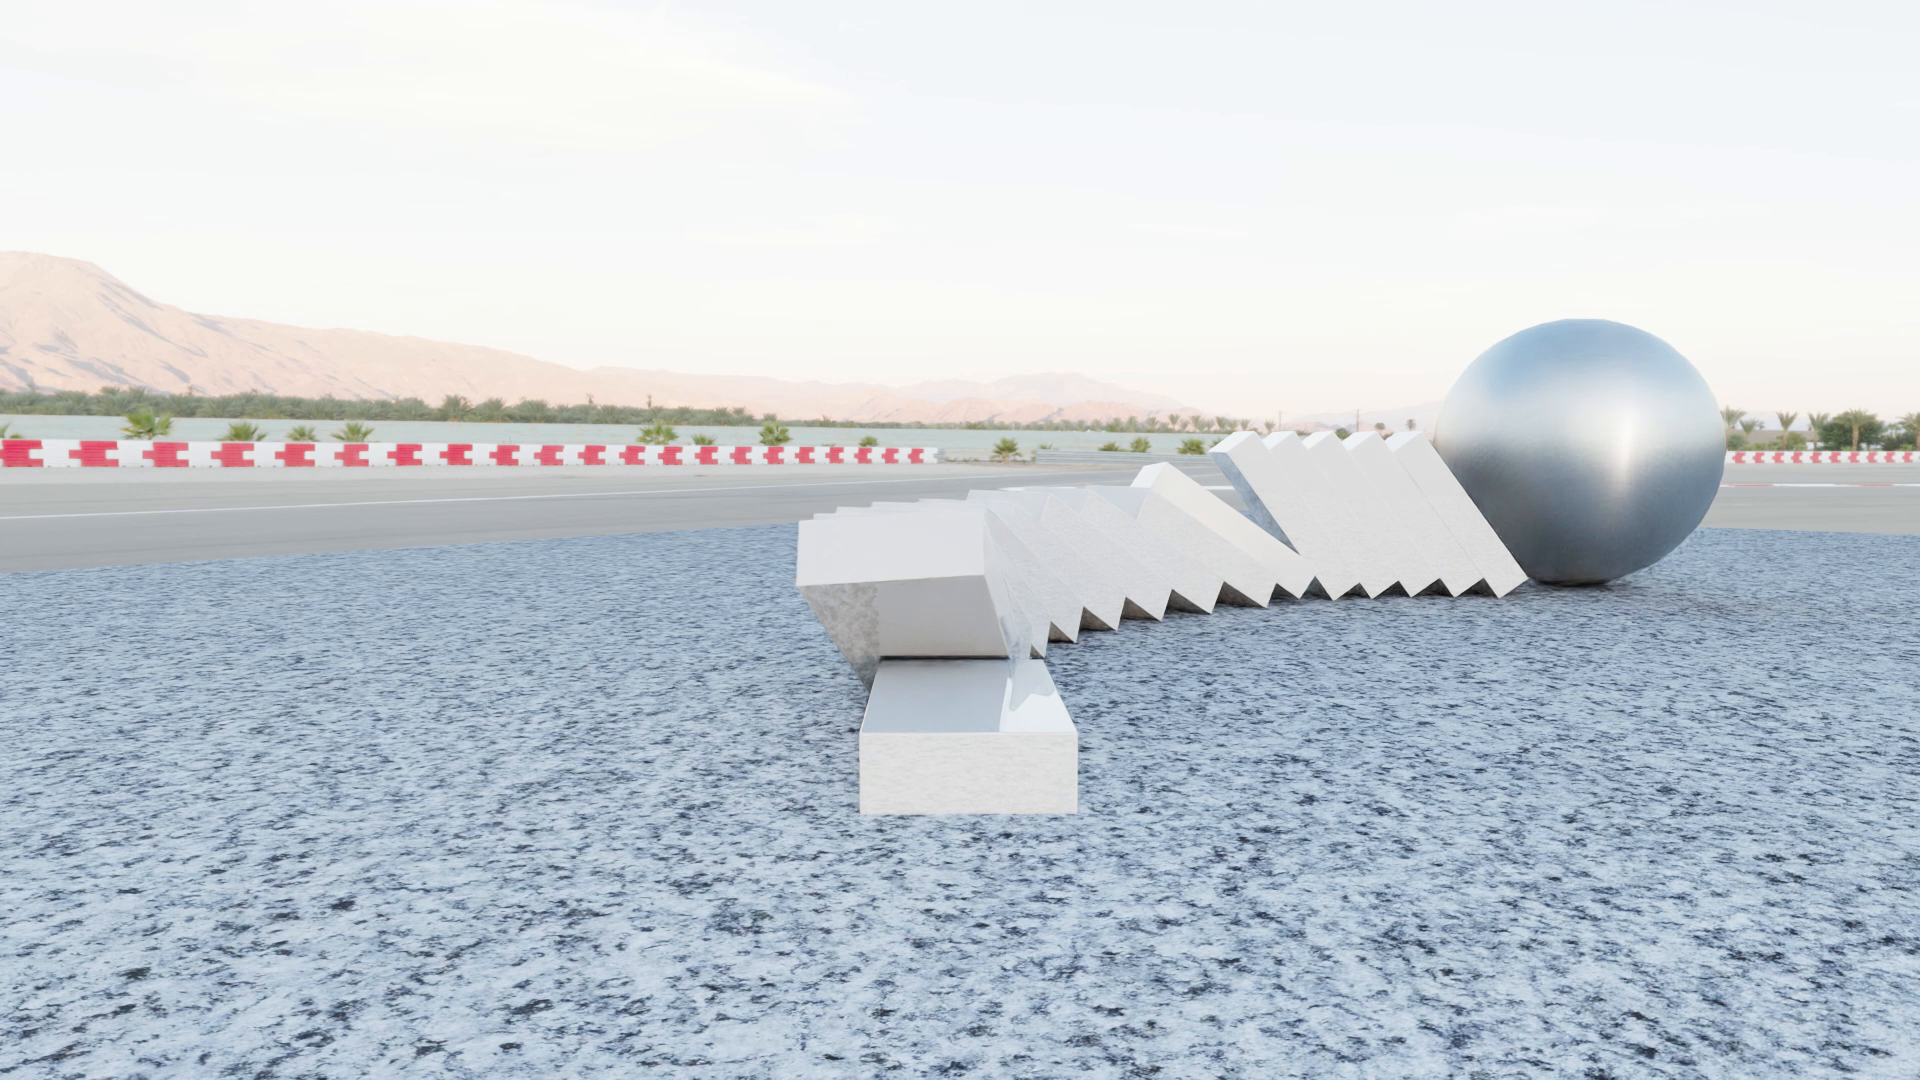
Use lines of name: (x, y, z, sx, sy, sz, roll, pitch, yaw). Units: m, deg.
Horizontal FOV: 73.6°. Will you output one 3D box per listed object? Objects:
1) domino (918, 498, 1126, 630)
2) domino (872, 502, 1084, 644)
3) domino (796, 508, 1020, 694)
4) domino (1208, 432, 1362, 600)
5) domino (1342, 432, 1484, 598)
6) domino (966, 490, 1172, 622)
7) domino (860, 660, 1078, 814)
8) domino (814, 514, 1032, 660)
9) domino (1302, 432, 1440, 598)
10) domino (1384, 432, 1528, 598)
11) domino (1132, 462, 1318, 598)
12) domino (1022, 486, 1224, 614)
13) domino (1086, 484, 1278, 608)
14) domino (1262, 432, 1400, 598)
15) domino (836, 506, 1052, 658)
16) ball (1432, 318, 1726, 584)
domino: (0.014, 0.006, 0.282, 0.025, 0.010, 0.050, 3, -21, 37)
domino: (0.004, 0.007, 0.261, 0.025, 0.010, 0.050, 2, -22, 29)
domino: (-0.006, 0.011, 0.192, 0.025, 0.009, 0.050, -4, -25, 7)
domino: (0.090, -0.007, 0.358, 0.010, 0.050, 0.025, -36, 4, 2)
domino: (0.126, -0.008, 0.366, 0.009, 0.050, 0.025, -36, 1, 5)
domino: (0.025, 0.004, 0.302, 0.025, 0.010, 0.050, 4, -22, 46)
domino: (0.001, 0.025, 0.172, 0.025, 0.010, 0.050, 0, 4, -1)
domino: (-0.005, 0.010, 0.217, 0.025, 0.010, 0.050, 0, -24, 15)
domino: (0.115, -0.008, 0.366, 0.010, 0.050, 0.025, -36, 1, 5)
domino: (0.138, -0.008, 0.364, 0.009, 0.050, 0.025, -36, 1, 5)
domino: (0.071, -0.003, 0.350, 0.050, 0.010, 0.025, 34, -3, -5)
domino: (0.039, 0.003, 0.319, 0.050, 0.010, 0.025, 31, -14, -32)
domino: (0.056, 0.002, 0.331, 0.050, 0.009, 0.025, 30, -12, -30)
domino: (0.102, -0.008, 0.363, 0.009, 0.050, 0.025, -36, 3, 3)
domino: (-0.002, 0.009, 0.240, 0.025, 0.010, 0.050, 2, -23, 22)
ball: (0.185, -0.027, 0.387, 0.080, 0.080, 0.080, 0, 4, 0)
